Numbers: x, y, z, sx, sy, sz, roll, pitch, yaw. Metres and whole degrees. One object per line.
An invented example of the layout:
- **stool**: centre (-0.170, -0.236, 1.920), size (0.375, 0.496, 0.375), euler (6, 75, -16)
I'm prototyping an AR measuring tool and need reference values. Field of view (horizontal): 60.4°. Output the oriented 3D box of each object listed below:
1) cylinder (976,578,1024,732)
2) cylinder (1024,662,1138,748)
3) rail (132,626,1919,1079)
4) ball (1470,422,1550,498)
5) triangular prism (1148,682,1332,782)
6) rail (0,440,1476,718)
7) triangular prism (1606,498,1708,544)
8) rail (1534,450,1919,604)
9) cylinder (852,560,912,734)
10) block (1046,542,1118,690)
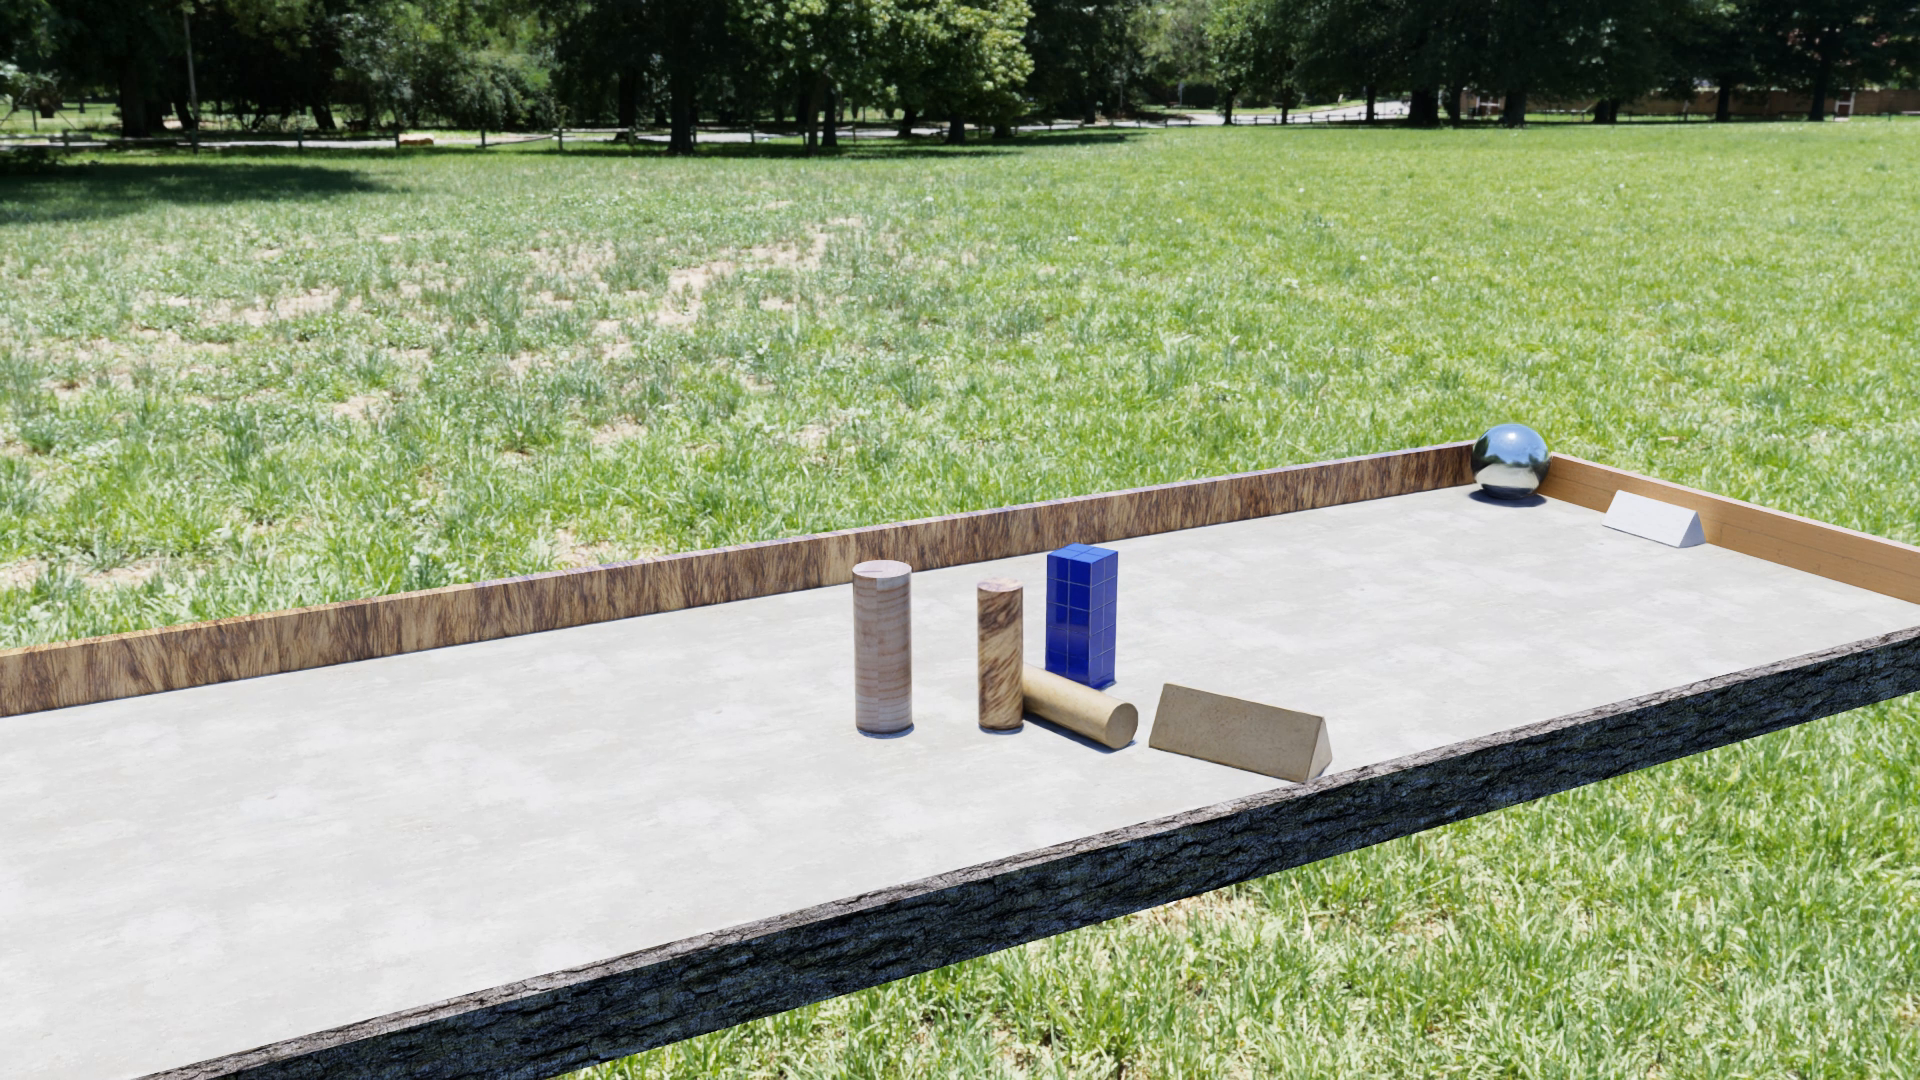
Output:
- **cylinder**: centre (0.094, 0.266, 3.841), size (0.107, 0.342, 0.107), euler (-1, 17, 0)
- **cylinder**: centre (0.226, 0.374, 3.888), size (0.109, 0.109, 0.431), euler (-14, 21, -39)
- **rail**: centre (-2.336, 1.006, 1.665), size (12.000, 0.150, 0.050), euler (-9, 18, -27)
- **ball**: centre (1.946, -0.280, 5.833), size (0.269, 0.269, 0.269), euler (0, 16, 0)
- **triangular prism**: centre (0.629, 0.416, 3.695), size (0.381, 0.131, 0.151), euler (10, 19, 31)
- **rail**: centre (-3.305, 0.497, 3.399), size (12.000, 0.150, 0.050), euler (-9, 18, -27)
- **triangular prism**: centre (2.269, -0.074, 5.399), size (0.130, 0.113, 0.306), euler (-25, 18, -28)
- **rail**: centre (2.466, -0.048, 5.253), size (0.050, 0.150, 2.100), euler (-9, 18, -27)
- **cylinder**: centre (-0.179, 0.249, 3.833), size (0.135, 0.381, 0.135), euler (0, 16, 0)
- **block**: centre (0.302, 0.193, 4.100), size (0.128, 0.337, 0.128), euler (12, 20, 34)
